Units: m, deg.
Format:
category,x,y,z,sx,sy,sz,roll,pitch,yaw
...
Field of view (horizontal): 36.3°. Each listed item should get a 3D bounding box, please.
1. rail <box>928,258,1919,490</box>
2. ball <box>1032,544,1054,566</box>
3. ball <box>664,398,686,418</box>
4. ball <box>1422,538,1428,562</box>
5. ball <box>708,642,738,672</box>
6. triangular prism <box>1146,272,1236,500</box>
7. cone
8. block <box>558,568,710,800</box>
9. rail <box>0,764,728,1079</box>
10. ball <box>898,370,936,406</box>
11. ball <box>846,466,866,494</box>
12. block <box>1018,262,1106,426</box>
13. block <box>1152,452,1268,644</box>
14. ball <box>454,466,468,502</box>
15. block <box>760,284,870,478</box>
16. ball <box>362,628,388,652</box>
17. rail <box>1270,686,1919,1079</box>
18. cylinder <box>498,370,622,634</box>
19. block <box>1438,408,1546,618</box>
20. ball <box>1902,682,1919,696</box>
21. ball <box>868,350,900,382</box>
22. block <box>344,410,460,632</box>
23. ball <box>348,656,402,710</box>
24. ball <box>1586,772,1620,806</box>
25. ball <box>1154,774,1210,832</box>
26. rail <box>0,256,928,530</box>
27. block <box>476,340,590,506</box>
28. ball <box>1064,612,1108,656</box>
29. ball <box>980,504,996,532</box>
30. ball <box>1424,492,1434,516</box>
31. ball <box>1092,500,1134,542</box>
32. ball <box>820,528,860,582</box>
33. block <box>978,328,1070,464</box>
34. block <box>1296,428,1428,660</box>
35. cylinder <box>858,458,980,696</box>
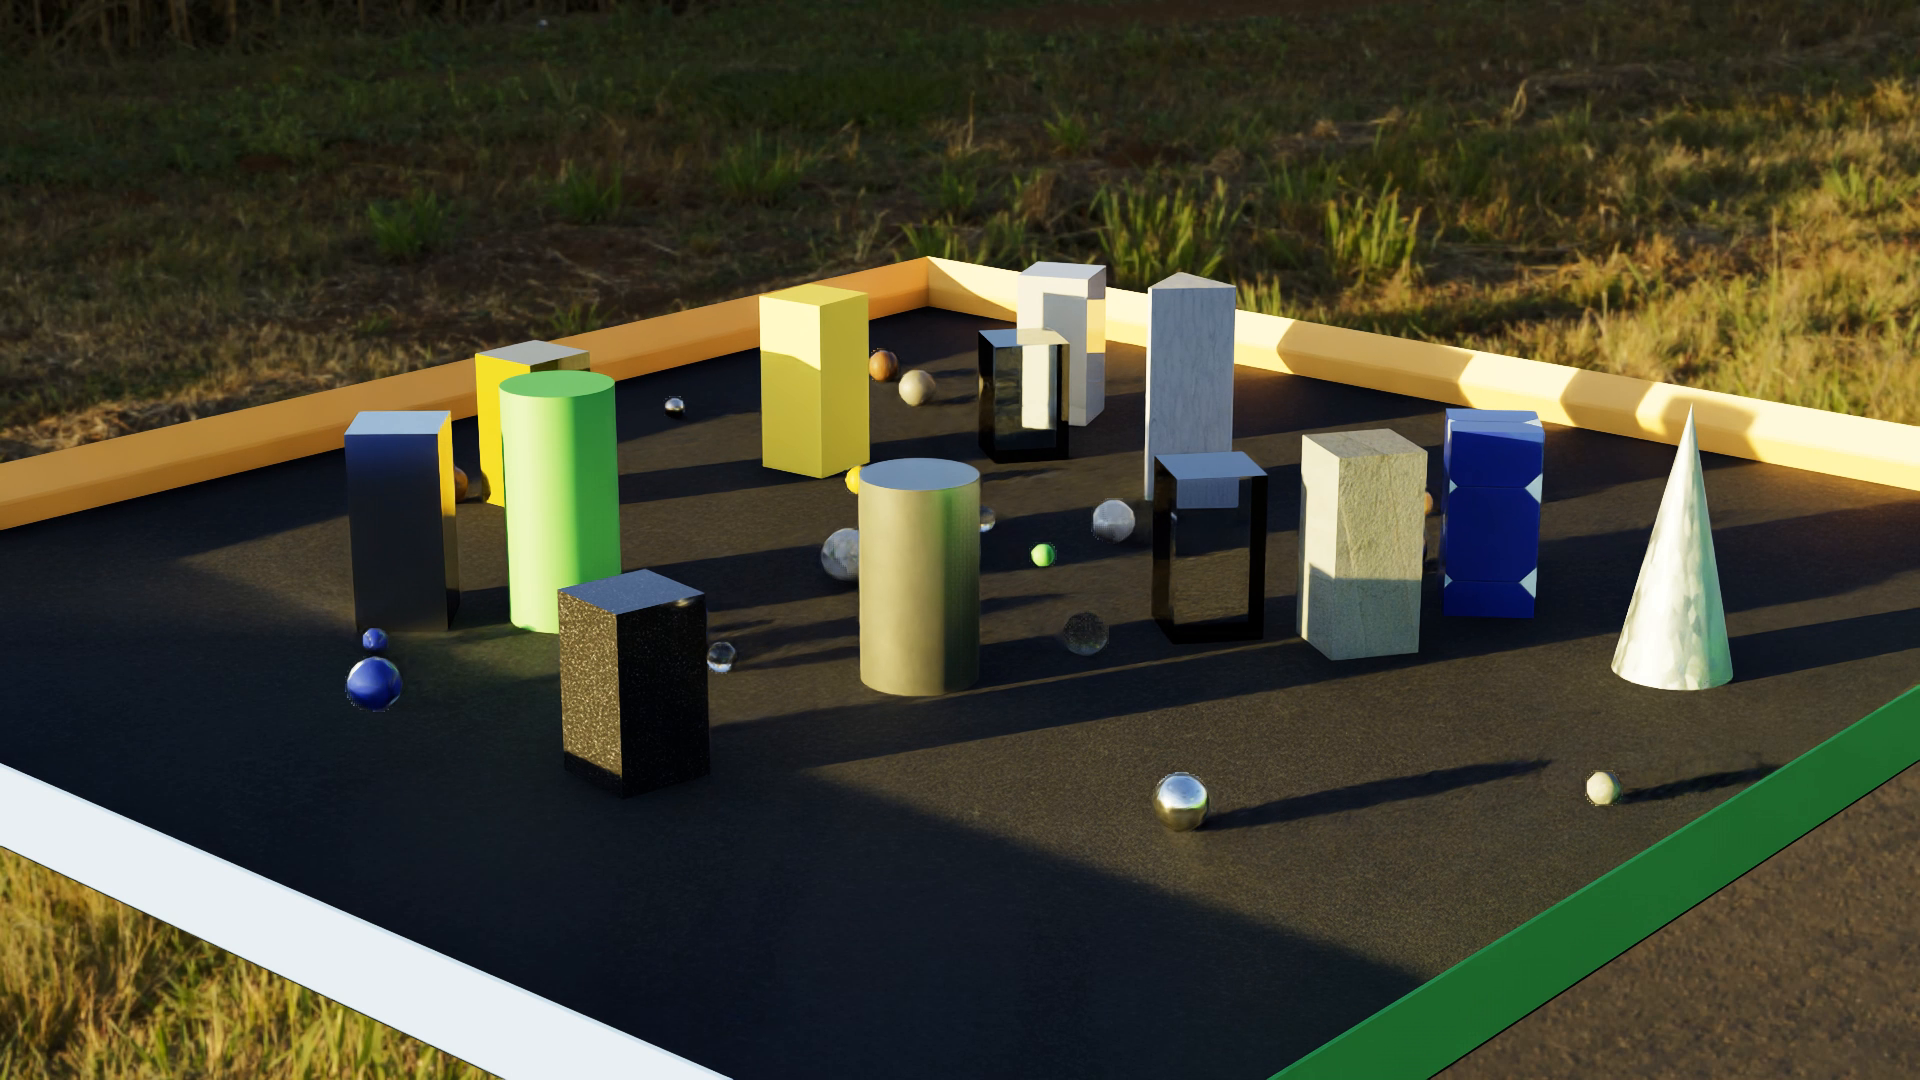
category,x,y,z,sx,sy,sz,roll,pitch,yaw
rail,1.120,-0.342,6.355,3.225,0.125,0.045,14,22,39
ball,0.149,0.027,5.280,0.042,0.042,0.042,0,17,0
ball,-0.613,-0.283,6.305,0.044,0.044,0.044,0,17,0
ball,0.792,0.015,5.244,0.087,0.087,0.087,0,17,0
ball,-0.384,0.189,4.731,0.050,0.050,0.050,0,17,0
triangular prism,0.436,-0.300,5.712,0.166,0.420,0.144,-2,17,-5
cone,1.153,-0.002,4.682,0.192,0.444,0.192,0,17,0
block,-0.475,0.208,4.272,0.154,0.279,0.154,-14,22,-38
rail,-1.120,0.404,3.885,3.225,0.125,0.045,14,22,39
ball,-0.094,-0.333,6.407,0.080,0.080,0.080,0,17,0
ball,-0.196,-0.117,5.736,0.055,0.055,0.055,0,17,0
block,0.218,-0.422,6.292,0.154,0.318,0.154,5,18,17
block,0.416,0.012,4.912,0.154,0.284,0.154,-3,17,-10
ball,-0.989,-0.107,5.668,0.076,0.076,0.076,0,17,0
block,-0.291,-0.321,5.901,0.154,0.351,0.154,12,21,35
ball,-0.963,0.165,4.825,0.042,0.042,0.042,0,17,0
rail,1.200,0.332,4.123,0.045,0.125,3.464,14,22,39
cylinder,-0.673,-0.066,4.958,0.192,0.407,0.192,0,17,0
block,0.909,-0.047,5.034,0.154,0.326,0.154,1,17,5
ball,1.481,0.249,4.506,0.065,0.065,0.065,0,17,0
ball,-0.173,-0.393,6.622,0.070,0.070,0.070,0,17,0
block,-0.940,-0.032,4.956,0.154,0.344,0.154,0,17,-2
ball,-0.910,0.223,4.558,0.084,0.084,0.084,0,17,0
ball,0.919,0.355,4.186,0.048,0.048,0.048,0,17,0
ball,0.309,0.367,4.089,0.080,0.080,0.080,0,17,0
rail,-1.200,-0.270,6.118,0.045,0.125,3.464,14,22,39
block,-0.819,-0.219,5.660,0.154,0.293,0.154,14,21,38
ball,0.206,0.153,4.808,0.073,0.073,0.073,0,17,0
ball,0.041,-0.040,5.488,0.051,0.051,0.051,0,17,0
ball,0.873,-0.069,5.580,0.053,0.053,0.053,0,17,0
ball,0.284,-0.035,5.422,0.079,0.079,0.079,0,17,0
ball,-0.198,0.028,5.186,0.096,0.096,0.096,0,17,0
block,0.129,-0.297,6.005,0.154,0.243,0.154,-4,17,-12
block,0.660,0.006,4.831,0.154,0.342,0.154,-5,17,-15
cylinder,-0.064,0.057,4.669,0.192,0.337,0.192,0,17,0
